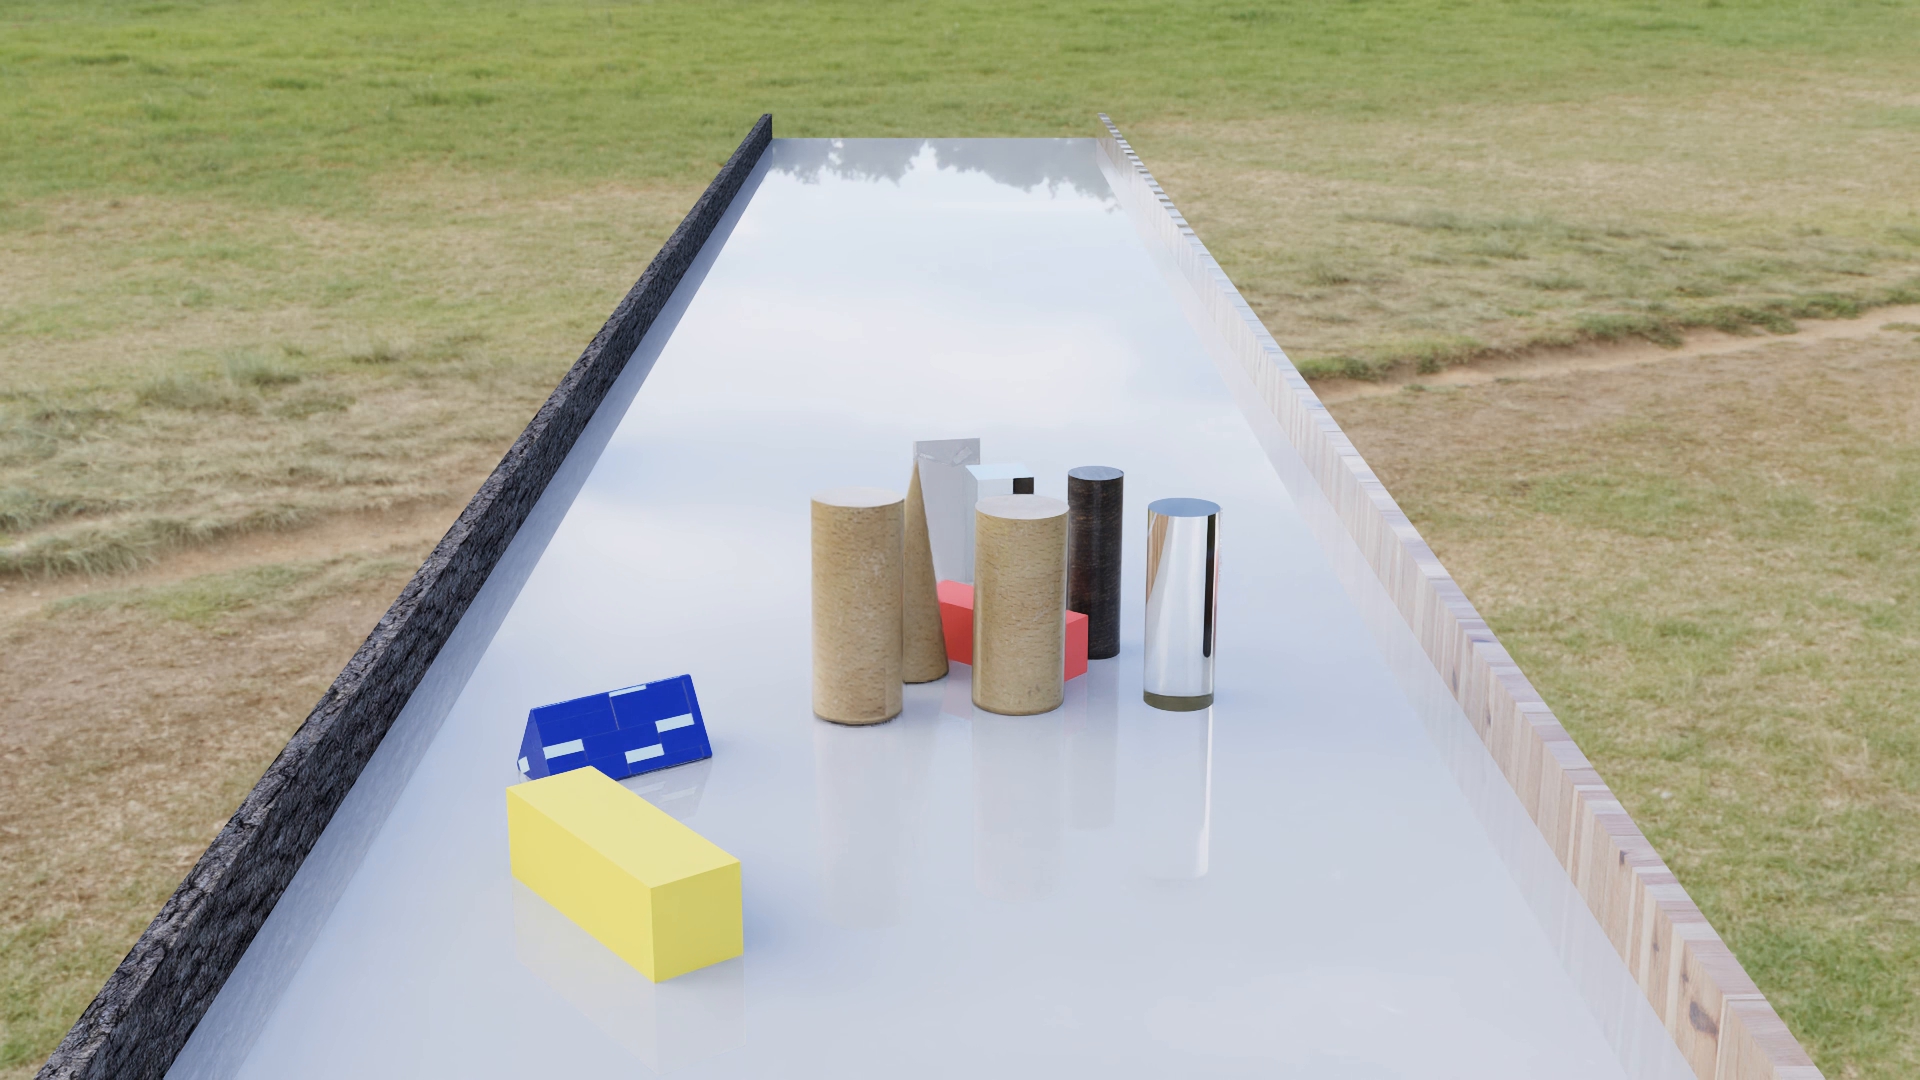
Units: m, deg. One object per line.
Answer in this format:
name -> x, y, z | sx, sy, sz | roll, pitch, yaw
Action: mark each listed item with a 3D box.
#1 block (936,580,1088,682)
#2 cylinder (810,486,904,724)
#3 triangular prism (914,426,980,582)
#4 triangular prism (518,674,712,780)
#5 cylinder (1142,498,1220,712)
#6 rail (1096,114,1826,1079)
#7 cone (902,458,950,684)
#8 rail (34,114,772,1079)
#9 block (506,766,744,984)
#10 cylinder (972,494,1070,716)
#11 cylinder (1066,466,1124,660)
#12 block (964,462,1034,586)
block -> 0.074, 0.184, 4.401 | 0.364, 0.118, 0.118 | 13, 21, 38
cylinder -> -0.191, 0.119, 4.091 | 0.171, 0.411, 0.171 | 1, 14, 0
triangular prism -> -0.041, -0.080, 4.917 | 0.147, 0.330, 0.127 | -3, 17, -11
triangular prism -> -0.610, 0.329, 3.875 | 0.305, 0.133, 0.154 | -11, 20, -33
cylinder -> 0.418, 0.122, 4.149 | 0.136, 0.381, 0.136 | 0, 17, 0
rail -> 0.932, -0.844, 7.801 | 0.050, 0.150, 12.000 | 0, 17, -1
cone -> -0.094, 0.046, 4.292 | 0.170, 0.436, 0.170 | 3, 18, -1
rail -> -1.118, -0.838, 7.780 | 0.050, 0.150, 12.000 | 0, 17, -1
block -> -0.510, 0.494, 3.308 | 0.148, 0.148, 0.450 | -12, 20, -36
cylinder -> 0.113, 0.120, 4.148 | 0.176, 0.381, 0.176 | 1, 16, 0
cylinder -> 0.270, 0.046, 4.417 | 0.111, 0.374, 0.111 | 0, 17, 0
block -> 0.082, 0.005, 4.663 | 0.120, 0.312, 0.120 | -4, 17, -12
